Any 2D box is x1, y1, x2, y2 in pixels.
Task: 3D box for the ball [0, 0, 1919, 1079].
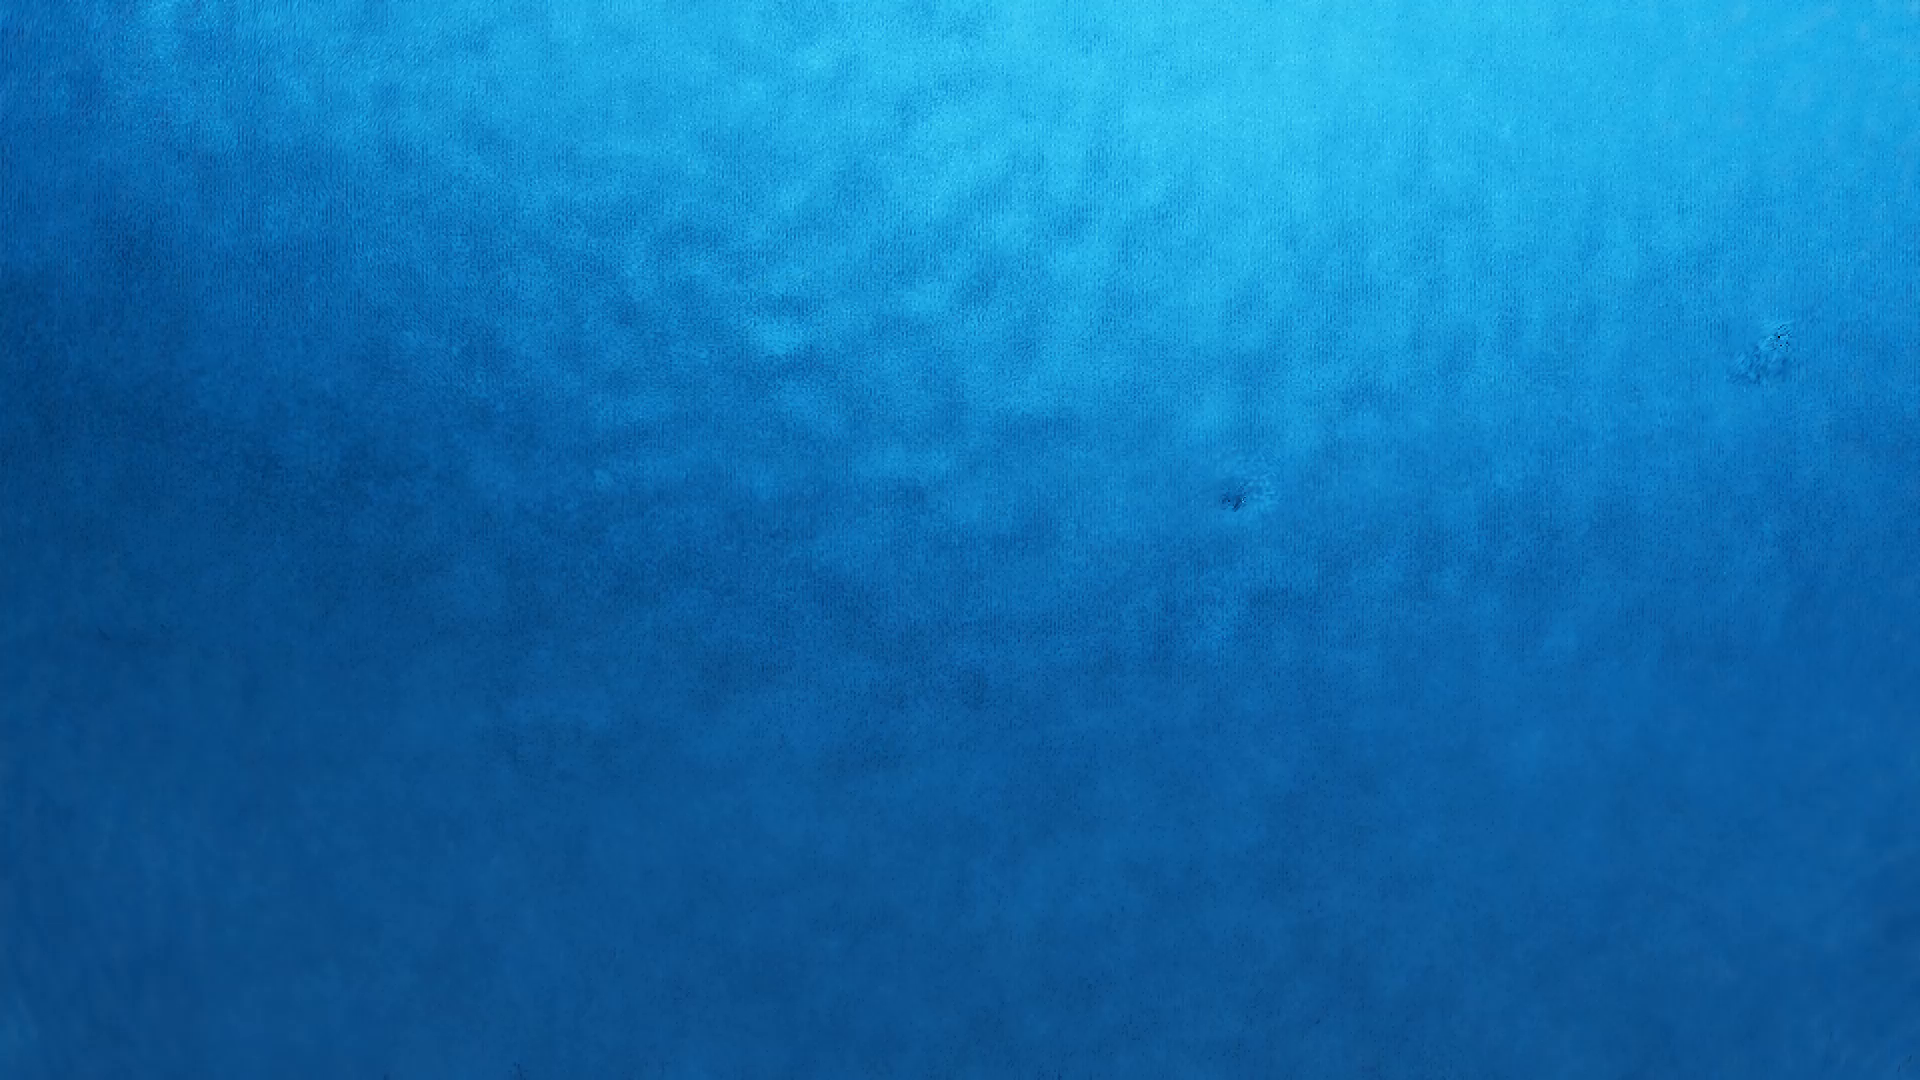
[{"bbox_3d":[0.000,-0.002,0.056,0.080,0.080,0.080,0,4,0],"label":"ball"}]
